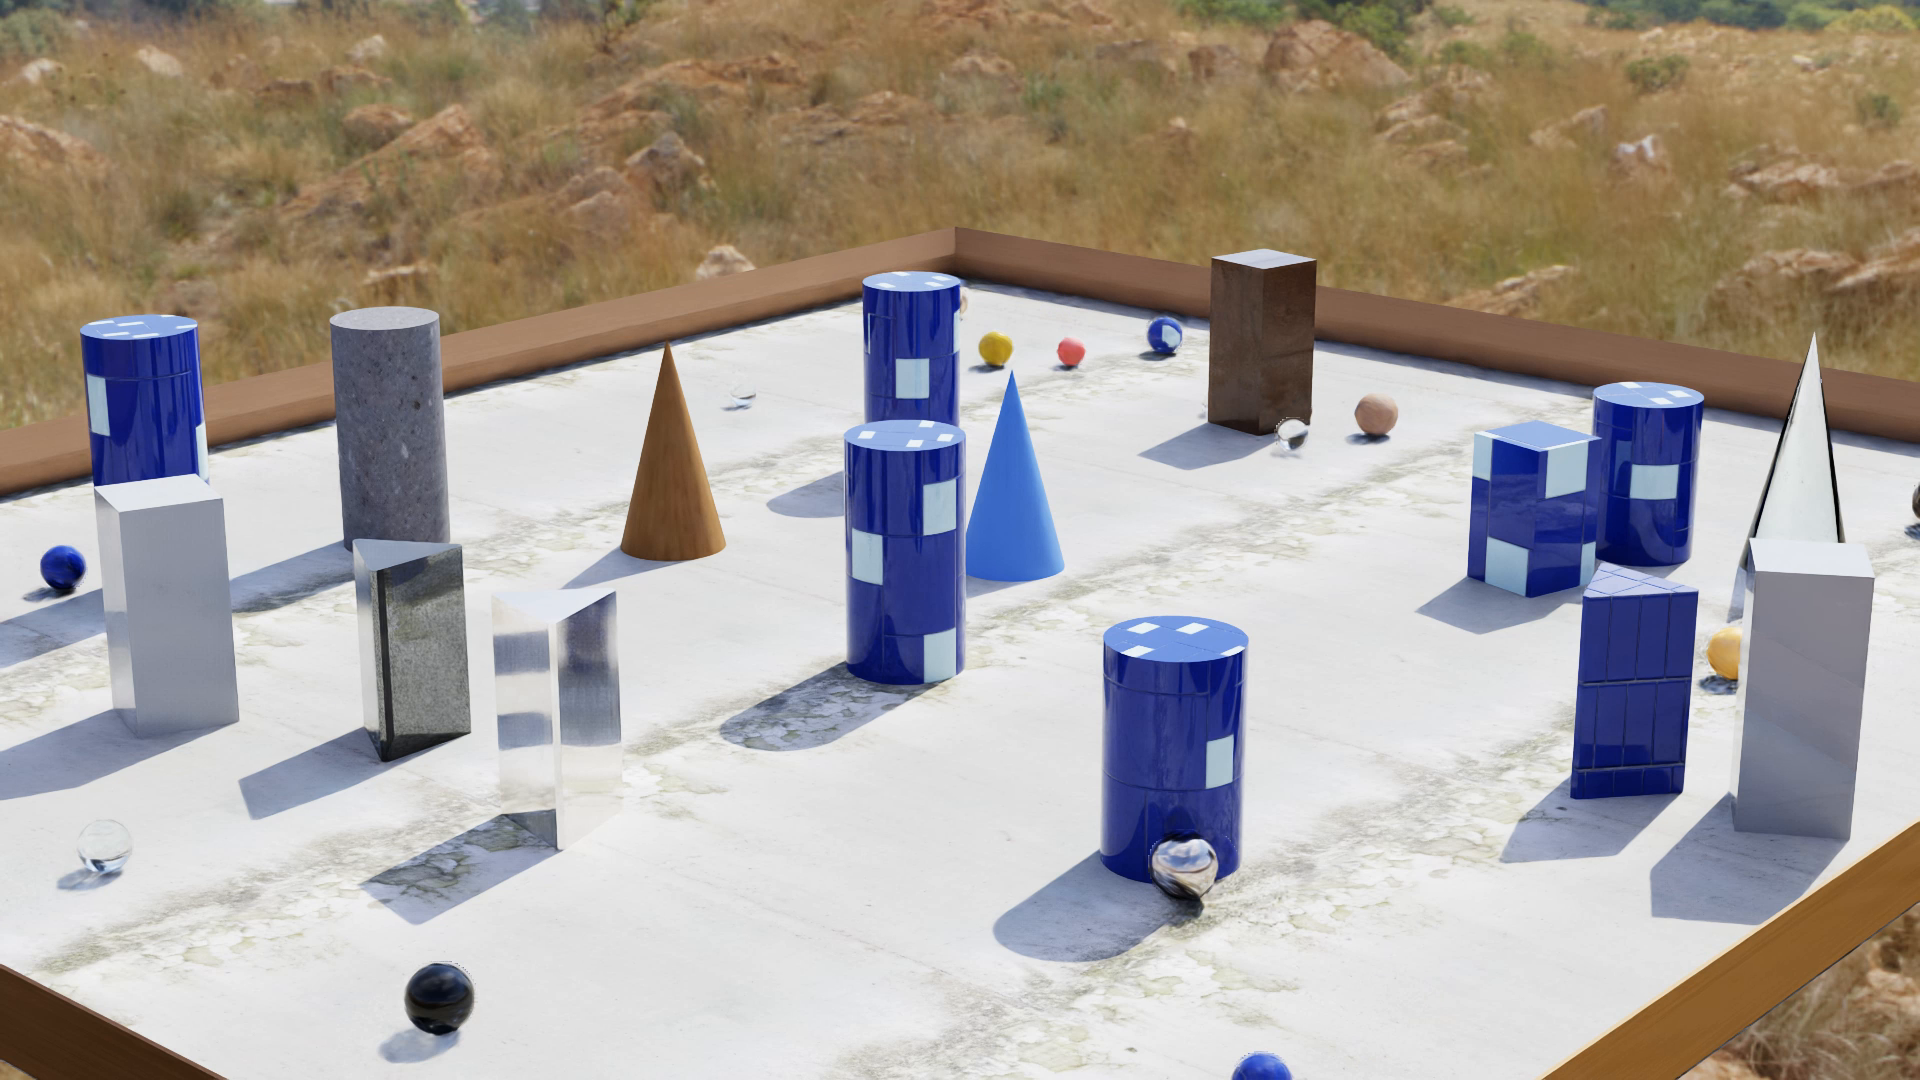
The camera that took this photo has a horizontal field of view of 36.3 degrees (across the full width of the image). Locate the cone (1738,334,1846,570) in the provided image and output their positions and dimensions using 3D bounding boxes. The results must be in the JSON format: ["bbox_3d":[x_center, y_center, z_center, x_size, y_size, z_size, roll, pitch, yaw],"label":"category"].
[{"bbox_3d":[1.505,-0.160,5.228,0.195,0.434,0.195,0,17,0],"label":"cone"}]

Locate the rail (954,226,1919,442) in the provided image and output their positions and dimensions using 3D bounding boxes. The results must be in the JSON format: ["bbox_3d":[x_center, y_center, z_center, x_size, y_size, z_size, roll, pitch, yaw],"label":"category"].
[{"bbox_3d":[1.351,-0.417,6.609,3.655,0.127,0.045,14,22,39],"label":"rail"}]

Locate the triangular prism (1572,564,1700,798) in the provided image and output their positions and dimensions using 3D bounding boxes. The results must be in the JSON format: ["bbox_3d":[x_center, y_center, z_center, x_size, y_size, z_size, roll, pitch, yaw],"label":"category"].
[{"bbox_3d":[0.952,0.201,4.253,0.169,0.306,0.146,-3,17,-9],"label":"triangular prism"}]

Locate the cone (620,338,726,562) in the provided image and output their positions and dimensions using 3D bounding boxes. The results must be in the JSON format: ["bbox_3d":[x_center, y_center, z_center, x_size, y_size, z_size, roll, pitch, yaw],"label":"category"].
[{"bbox_3d":[-0.529,-0.179,5.357,0.195,0.395,0.195,0,17,0],"label":"cone"}]

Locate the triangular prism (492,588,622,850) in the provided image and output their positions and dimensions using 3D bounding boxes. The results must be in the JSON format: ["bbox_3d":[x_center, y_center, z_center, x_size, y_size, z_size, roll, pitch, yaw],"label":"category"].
[{"bbox_3d":[-0.540,0.238,4.093,0.146,0.328,0.169,-12,21,-35],"label":"triangular prism"}]

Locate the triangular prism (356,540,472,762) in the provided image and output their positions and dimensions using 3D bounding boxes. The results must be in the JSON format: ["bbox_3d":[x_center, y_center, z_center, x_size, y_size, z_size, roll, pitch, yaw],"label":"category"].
[{"bbox_3d":[-0.856,0.155,4.418,0.146,0.298,0.169,14,22,38],"label":"triangular prism"}]

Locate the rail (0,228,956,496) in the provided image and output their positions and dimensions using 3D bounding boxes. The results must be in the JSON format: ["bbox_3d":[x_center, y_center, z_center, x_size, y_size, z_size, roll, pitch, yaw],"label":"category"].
[{"bbox_3d":[-1.362,-0.310,6.252,0.045,0.127,4.167,14,22,39],"label":"rail"}]

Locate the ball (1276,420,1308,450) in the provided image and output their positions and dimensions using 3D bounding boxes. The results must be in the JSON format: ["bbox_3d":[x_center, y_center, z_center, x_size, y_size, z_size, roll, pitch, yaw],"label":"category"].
[{"bbox_3d":[0.687,-0.217,6.055,0.065,0.065,0.065,0,17,0],"label":"ball"}]

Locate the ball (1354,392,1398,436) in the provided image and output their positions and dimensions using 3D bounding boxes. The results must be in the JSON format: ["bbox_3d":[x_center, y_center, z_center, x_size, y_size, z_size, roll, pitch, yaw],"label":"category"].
[{"bbox_3d":[0.877,-0.265,6.172,0.091,0.091,0.091,0,17,0],"label":"ball"}]

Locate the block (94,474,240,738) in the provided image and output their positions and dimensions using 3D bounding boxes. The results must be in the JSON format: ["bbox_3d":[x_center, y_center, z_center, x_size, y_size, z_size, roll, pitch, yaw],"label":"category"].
[{"bbox_3d":[-1.216,0.100,4.497,0.156,0.359,0.156,-9,19,-28],"label":"block"}]

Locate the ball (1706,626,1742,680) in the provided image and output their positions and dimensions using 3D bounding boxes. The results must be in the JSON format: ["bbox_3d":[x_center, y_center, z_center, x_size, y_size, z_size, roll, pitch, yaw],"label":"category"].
[{"bbox_3d":[1.241,0.182,4.700,0.084,0.084,0.084,0,17,0],"label":"ball"}]

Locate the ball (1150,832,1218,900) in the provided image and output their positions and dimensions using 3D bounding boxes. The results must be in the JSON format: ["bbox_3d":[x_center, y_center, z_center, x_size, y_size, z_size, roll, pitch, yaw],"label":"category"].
[{"bbox_3d":[0.295,0.428,3.860,0.089,0.089,0.089,0,17,0],"label":"ball"}]

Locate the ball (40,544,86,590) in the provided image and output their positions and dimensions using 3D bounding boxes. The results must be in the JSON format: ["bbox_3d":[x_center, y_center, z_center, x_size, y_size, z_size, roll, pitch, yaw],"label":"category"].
[{"bbox_3d":[-1.576,0.048,5.153,0.079,0.079,0.079,0,17,0],"label":"ball"}]

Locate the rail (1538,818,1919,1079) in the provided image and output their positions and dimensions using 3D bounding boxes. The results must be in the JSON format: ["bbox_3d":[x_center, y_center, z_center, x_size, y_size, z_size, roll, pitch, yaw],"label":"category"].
[{"bbox_3d":[1.362,0.373,3.988,0.045,0.127,4.167,14,22,39],"label":"rail"}]

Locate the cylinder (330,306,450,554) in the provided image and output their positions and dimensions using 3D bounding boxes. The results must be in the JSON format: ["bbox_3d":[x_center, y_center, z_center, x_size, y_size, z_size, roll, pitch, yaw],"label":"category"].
[{"bbox_3d":[-1.043,-0.199,5.374,0.195,0.424,0.195,0,17,0],"label":"cylinder"}]

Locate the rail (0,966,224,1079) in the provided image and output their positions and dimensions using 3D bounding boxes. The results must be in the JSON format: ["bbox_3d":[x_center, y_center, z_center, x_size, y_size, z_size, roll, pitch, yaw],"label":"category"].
[{"bbox_3d":[-1.351,0.481,3.631,3.655,0.127,0.045,14,22,39],"label":"rail"}]

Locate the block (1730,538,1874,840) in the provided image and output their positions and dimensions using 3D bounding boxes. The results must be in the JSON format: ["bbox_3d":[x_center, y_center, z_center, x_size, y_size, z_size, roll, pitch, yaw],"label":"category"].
[{"bbox_3d":[1.174,0.207,4.102,0.156,0.382,0.156,3,17,11],"label":"block"}]

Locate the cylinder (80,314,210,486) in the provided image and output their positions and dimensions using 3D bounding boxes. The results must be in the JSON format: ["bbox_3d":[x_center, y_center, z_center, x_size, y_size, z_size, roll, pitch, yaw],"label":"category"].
[{"bbox_3d":[-1.406,-0.139,5.090,0.195,0.473,0.195,0,17,0],"label":"cylinder"}]

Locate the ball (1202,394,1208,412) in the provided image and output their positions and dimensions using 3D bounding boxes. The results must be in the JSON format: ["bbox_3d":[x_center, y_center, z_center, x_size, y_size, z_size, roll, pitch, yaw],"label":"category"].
[{"bbox_3d":[0.550,-0.296,6.346,0.049,0.049,0.049,0,17,0],"label":"ball"}]

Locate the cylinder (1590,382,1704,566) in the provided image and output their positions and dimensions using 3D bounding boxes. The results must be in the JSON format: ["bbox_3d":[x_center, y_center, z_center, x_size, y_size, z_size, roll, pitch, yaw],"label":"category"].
[{"bbox_3d":[1.244,-0.121,5.338,0.195,0.295,0.195,0,17,0],"label":"cylinder"}]

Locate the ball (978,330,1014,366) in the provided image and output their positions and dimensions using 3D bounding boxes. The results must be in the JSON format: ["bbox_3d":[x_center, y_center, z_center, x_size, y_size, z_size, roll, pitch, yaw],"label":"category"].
[{"bbox_3d":[0.083,-0.444,6.777,0.082,0.082,0.082,0,17,0],"label":"ball"}]

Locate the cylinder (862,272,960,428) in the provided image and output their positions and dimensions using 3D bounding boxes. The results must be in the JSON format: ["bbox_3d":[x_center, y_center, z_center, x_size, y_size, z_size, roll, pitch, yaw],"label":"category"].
[{"bbox_3d":[-0.097,-0.335,5.901,0.195,0.379,0.195,0,17,0],"label":"cylinder"}]

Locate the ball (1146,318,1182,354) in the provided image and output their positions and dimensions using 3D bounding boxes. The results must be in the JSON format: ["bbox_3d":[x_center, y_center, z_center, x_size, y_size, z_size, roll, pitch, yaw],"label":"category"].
[{"bbox_3d":[0.481,-0.481,6.897,0.085,0.085,0.085,0,17,0],"label":"ball"}]

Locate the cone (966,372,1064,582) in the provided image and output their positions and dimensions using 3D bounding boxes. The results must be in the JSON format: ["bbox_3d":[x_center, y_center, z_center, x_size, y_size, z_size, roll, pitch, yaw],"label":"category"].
[{"bbox_3d":[0.092,-0.130,5.244,0.195,0.366,0.195,0,17,0],"label":"cone"}]

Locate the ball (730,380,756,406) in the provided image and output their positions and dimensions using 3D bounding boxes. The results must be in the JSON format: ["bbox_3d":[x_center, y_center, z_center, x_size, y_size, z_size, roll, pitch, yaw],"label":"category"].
[{"bbox_3d":[-0.474,-0.323,6.419,0.058,0.058,0.058,0,17,0],"label":"ball"}]

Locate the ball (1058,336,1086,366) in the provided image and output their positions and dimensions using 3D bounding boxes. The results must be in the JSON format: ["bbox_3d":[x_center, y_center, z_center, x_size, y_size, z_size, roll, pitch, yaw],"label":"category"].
[{"bbox_3d":[0.258,-0.437,6.784,0.066,0.066,0.066,0,17,0],"label":"ball"}]

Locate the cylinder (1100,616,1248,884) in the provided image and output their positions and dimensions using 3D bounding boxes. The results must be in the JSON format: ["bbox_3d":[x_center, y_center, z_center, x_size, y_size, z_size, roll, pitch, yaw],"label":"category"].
[{"bbox_3d":[0.289,0.282,3.965,0.195,0.316,0.195,0,17,0],"label":"cylinder"}]

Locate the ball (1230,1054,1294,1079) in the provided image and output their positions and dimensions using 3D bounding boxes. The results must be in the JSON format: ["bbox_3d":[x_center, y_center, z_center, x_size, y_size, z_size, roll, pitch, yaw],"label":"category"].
[{"bbox_3d":[0.339,0.613,3.288,0.073,0.073,0.073,0,17,0],"label":"ball"}]

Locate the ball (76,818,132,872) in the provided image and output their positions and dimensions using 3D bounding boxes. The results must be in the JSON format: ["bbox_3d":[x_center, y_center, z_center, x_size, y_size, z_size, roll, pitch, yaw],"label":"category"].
[{"bbox_3d":[-1.154,0.413,3.955,0.072,0.072,0.072,0,17,0],"label":"ball"}]

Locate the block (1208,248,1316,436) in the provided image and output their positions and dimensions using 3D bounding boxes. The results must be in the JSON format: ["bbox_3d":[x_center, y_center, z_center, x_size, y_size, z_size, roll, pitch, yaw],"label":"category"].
[{"bbox_3d":[0.640,-0.421,6.225,0.156,0.358,0.156,-13,21,-37],"label":"block"}]

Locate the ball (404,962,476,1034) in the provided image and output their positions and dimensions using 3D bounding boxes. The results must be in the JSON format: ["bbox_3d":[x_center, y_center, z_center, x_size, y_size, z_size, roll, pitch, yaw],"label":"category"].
[{"bbox_3d":[-0.620,0.546,3.491,0.085,0.085,0.085,0,17,0],"label":"ball"}]

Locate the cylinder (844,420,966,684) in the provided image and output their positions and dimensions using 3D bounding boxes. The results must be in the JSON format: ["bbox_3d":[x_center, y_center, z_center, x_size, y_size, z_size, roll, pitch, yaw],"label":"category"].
[{"bbox_3d":[-0.088,0.018,4.718,0.195,0.387,0.195,0,17,0],"label":"cylinder"}]

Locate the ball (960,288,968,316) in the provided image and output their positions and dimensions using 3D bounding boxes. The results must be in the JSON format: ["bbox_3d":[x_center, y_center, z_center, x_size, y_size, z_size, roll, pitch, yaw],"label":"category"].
[{"bbox_3d":[-0.024,-0.587,7.243,0.088,0.088,0.088,0,17,0],"label":"ball"}]

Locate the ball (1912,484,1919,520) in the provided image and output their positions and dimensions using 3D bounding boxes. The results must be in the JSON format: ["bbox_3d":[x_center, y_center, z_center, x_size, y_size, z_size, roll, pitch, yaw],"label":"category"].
[{"bbox_3d":[1.842,-0.071,5.516,0.098,0.098,0.098,0,17,0],"label":"ball"}]

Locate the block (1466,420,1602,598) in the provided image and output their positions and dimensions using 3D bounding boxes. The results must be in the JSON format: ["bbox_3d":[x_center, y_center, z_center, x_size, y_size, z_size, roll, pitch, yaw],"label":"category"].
[{"bbox_3d":[1.014,-0.056,5.178,0.156,0.264,0.156,-12,20,-34],"label":"block"}]
